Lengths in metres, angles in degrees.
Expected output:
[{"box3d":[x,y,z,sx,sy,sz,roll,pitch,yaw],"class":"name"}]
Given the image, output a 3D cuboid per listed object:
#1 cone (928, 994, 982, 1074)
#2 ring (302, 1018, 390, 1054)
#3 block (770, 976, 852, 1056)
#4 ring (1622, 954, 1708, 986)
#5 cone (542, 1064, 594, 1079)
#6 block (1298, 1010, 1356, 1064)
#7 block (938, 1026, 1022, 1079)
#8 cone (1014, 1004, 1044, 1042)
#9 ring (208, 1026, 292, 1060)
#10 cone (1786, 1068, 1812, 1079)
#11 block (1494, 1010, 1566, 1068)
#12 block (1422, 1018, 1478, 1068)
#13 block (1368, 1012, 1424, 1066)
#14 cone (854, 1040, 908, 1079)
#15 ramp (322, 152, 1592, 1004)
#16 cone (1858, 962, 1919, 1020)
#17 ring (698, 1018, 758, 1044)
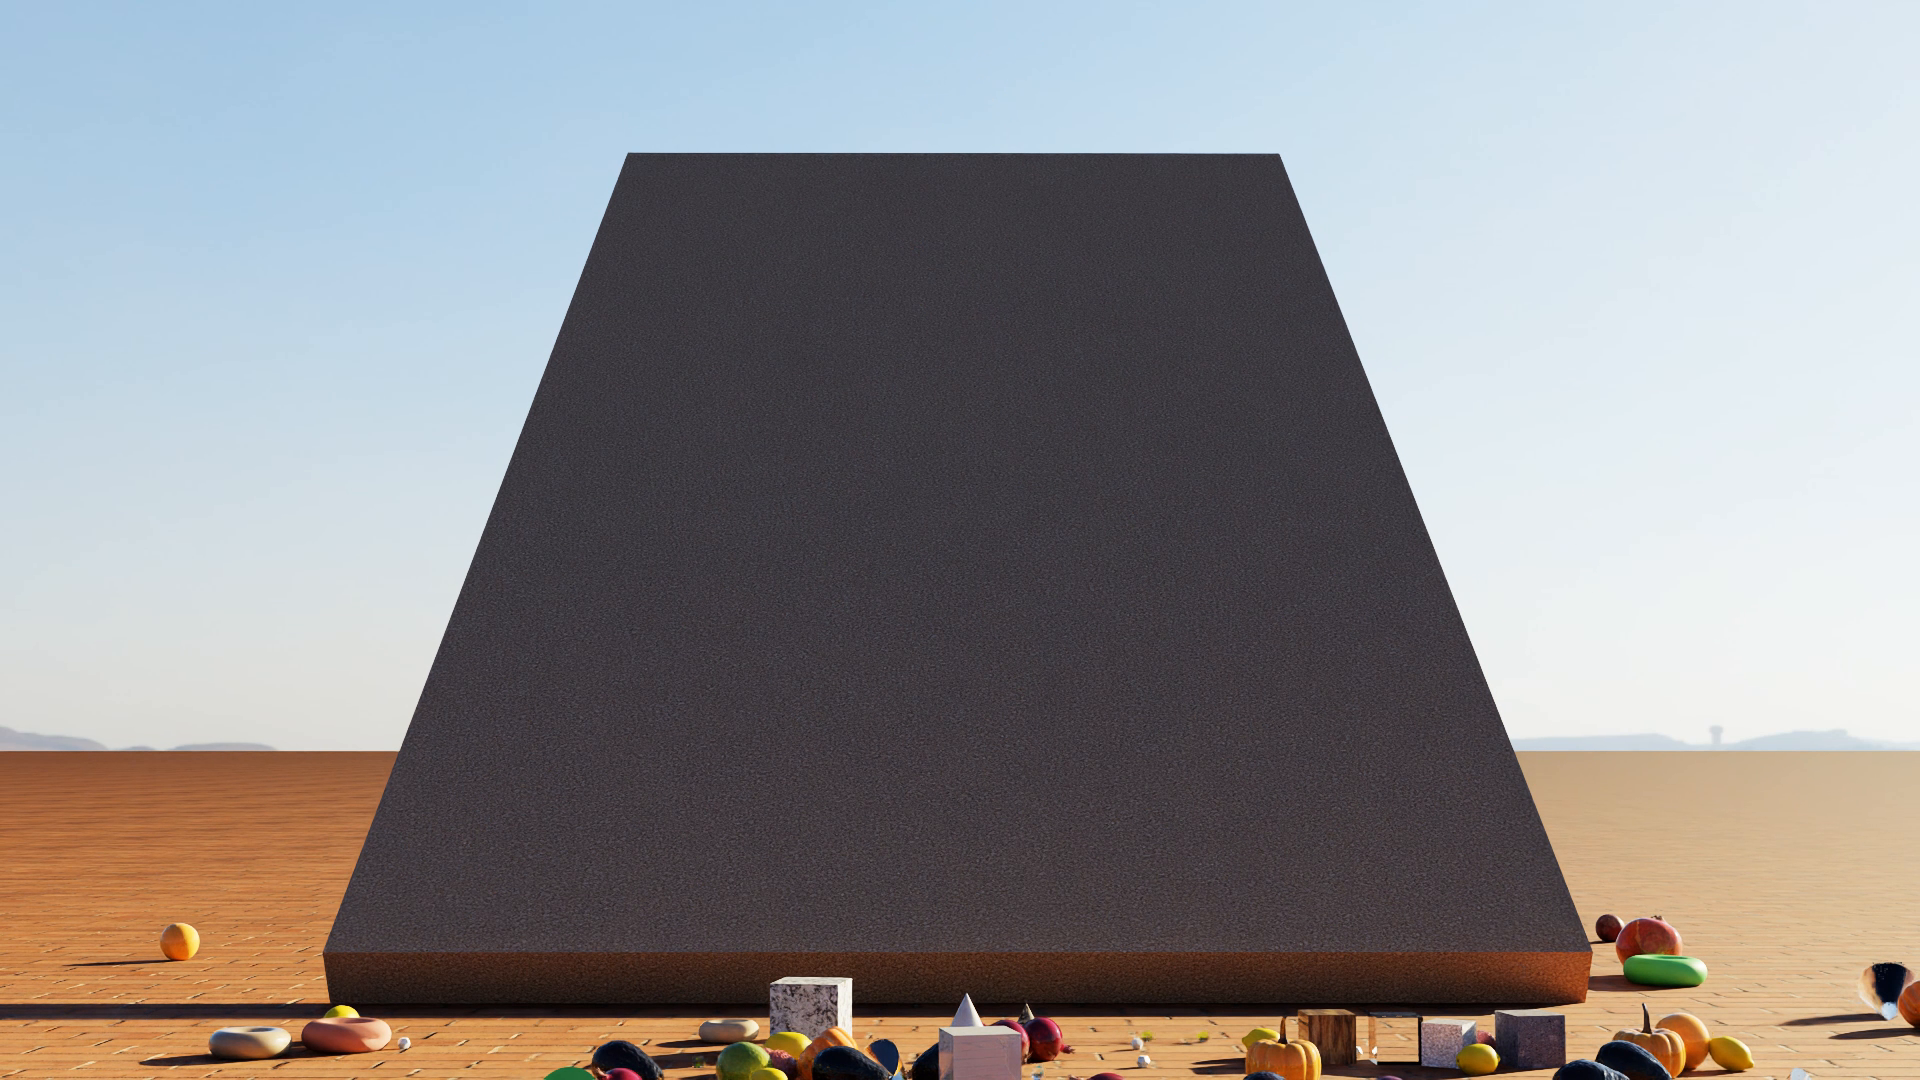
[{"box3d":[0.008,0.622,3.012,0.097,0.097,0.097,0,-5,0],"class":"cone"},{"box3d":[-0.829,0.669,3.210,0.118,0.039,0.118,1,-5,0],"class":"ring"},{"box3d":[-0.200,0.641,3.205,0.093,0.093,0.093,-1,-5,9],"class":"block"},{"box3d":[1.213,0.741,4.088,0.140,0.047,0.140,1,-5,0],"class":"ring"},{"box3d":[-0.422,0.619,2.587,0.070,0.070,0.070,-1,-37,6],"class":"cone"},{"box3d":[0.479,0.647,3.098,0.062,0.062,0.062,0,-5,-4],"class":"block"},{"box3d":[0.023,0.609,2.751,0.080,0.080,0.080,1,-5,-12],"class":"block"},{"box3d":[0.093,0.673,3.324,0.050,0.050,0.050,0,-5,0],"class":"cone"},{"box3d":[-0.938,0.665,3.140,0.107,0.036,0.107,1,-6,0],"class":"ring"},{"box3d":[0.935,0.631,2.687,0.052,0.052,0.052,5,-33,-45],"class":"cone"},{"box3d":[0.734,0.642,3.060,0.066,0.066,0.066,1,-5,-13],"class":"block"},{"box3d":[0.630,0.648,3.058,0.055,0.055,0.055,-3,-6,31],"class":"block"},{"box3d":[0.566,0.647,3.086,0.061,0.061,0.061,0,-5,0],"class":"block"},{"box3d":[-0.079,0.642,2.845,0.067,0.067,0.067,-4,-33,42],"class":"cone"},{"box3d":[-0.011,-0.225,5.540,2.000,0.100,4.000,0,27,0],"class":"ramp"},{"box3d":[1.402,0.700,3.585,0.090,0.090,0.090,-2,21,22],"class":"cone"},{"box3d":[-0.321,0.682,3.301,0.084,0.028,0.084,-1,-6,0],"class":"ring"}]
